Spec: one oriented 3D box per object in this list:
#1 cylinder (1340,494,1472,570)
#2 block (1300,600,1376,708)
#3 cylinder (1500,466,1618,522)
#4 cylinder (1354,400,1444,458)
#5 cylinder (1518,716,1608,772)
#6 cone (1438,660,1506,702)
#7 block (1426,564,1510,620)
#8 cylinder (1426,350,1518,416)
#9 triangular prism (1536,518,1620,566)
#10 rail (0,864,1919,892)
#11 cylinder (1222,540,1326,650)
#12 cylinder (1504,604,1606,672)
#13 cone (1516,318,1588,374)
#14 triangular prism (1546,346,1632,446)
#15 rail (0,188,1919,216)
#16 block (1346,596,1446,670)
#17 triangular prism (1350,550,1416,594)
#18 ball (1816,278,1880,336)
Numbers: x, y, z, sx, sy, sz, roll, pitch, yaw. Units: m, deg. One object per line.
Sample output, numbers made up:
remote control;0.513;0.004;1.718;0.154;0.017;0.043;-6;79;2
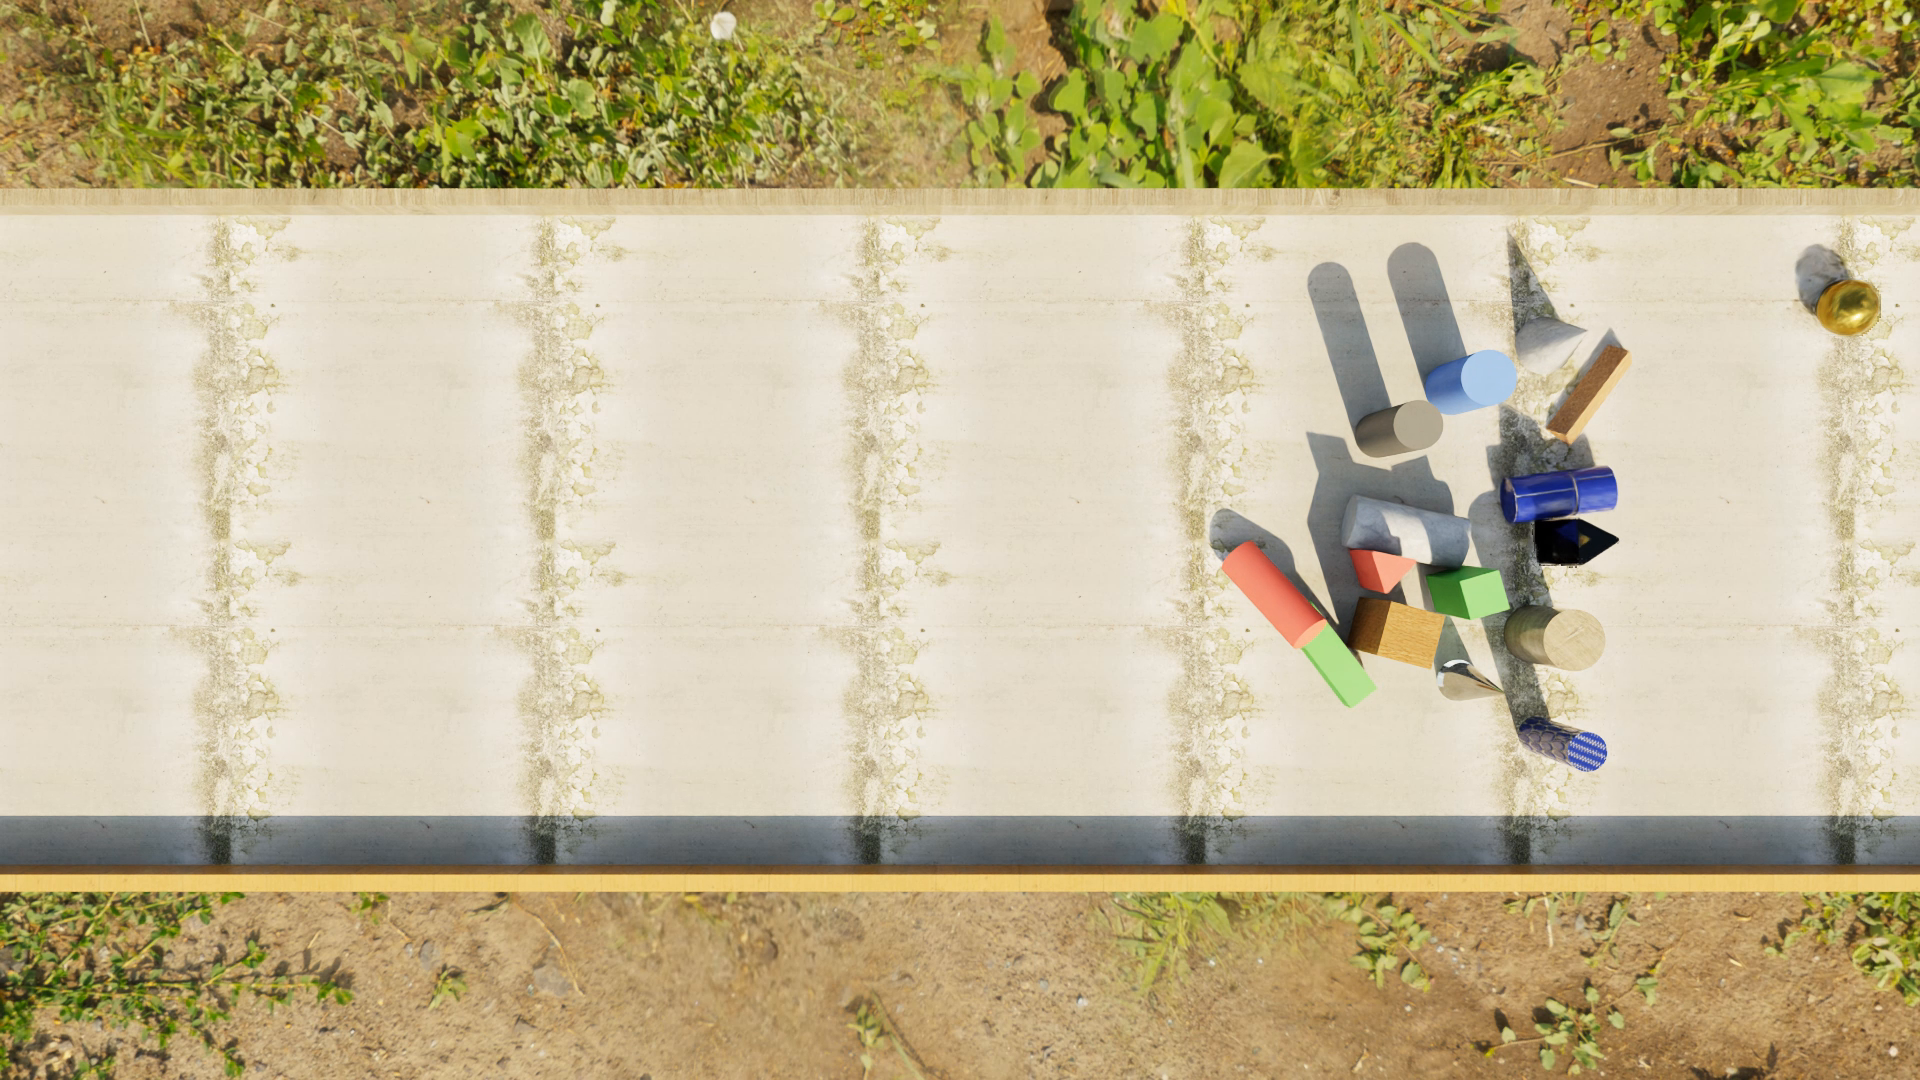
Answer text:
cylinder;1.349;-0.024;4.996;0.349;0.161;0.161;12;90;0
block;1.120;0.346;5.026;0.100;0.100;0.332;-37;90;0
cylinder;1.816;-0.140;5.007;0.307;0.139;0.139;-7;90;0
cylinder;1.285;-0.323;4.848;0.140;0.456;0.140;0;90;0
cylinder;1.774;0.599;4.870;0.113;0.414;0.113;0;90;0
cone;1.533;0.433;4.849;0.128;0.454;0.128;0;90;0
block;1.506;0.154;4.906;0.117;0.339;0.117;-17;92;0
cylinder;1.511;-0.464;4.893;0.160;0.367;0.160;0;90;0
triangular prism;1.804;-0.013;4.903;0.135;0.347;0.117;-34;90;0
rail;-2.247;1.025;5.001;12.000;0.150;0.050;0;90;0
cylinder;0.940;0.164;4.948;0.127;0.127;0.332;-40;65;0
cylinder;1.762;0.288;4.903;0.178;0.348;0.178;0;90;0
cone;1.797;-0.599;4.894;0.176;0.365;0.176;0;90;0
triangular prism;1.934;-0.444;5.035;0.091;0.079;0.321;37;90;0
rail;-2.247;-1.025;5.002;12.000;0.150;0.050;0;90;0
block;1.285;0.272;4.887;0.160;0.379;0.160;15;90;0
triangular prism;1.230;0.067;4.895;0.109;0.360;0.126;42;93;2
ball;2.685;-0.704;4.991;0.171;0.171;0.171;0;90;0
